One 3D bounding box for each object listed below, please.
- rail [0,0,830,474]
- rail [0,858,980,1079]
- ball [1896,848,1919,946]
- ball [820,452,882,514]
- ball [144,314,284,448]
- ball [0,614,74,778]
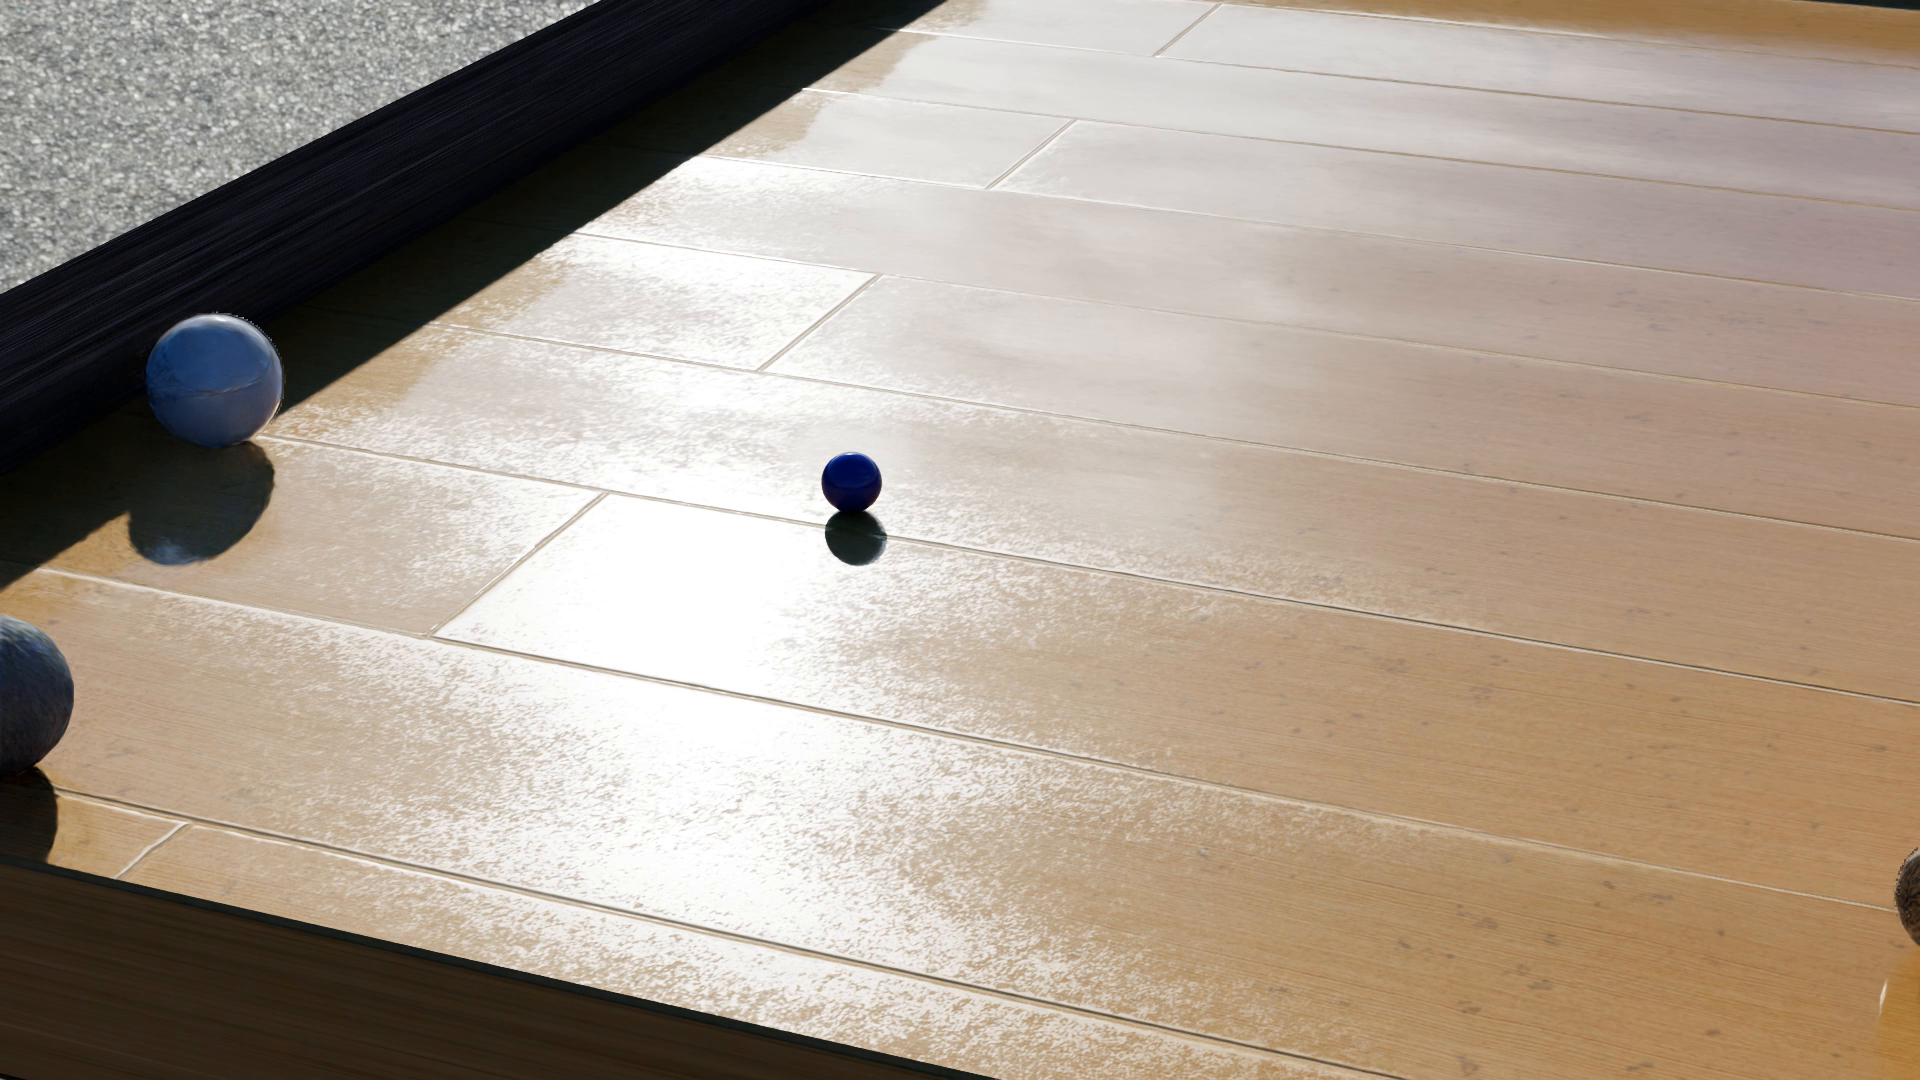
[{"bbox_3d":[-0.389,-0.394,2.715,0.045,0.127,2.745,9,26,19],"label":"rail"},{"bbox_3d":[-0.242,0.228,1.344,1.420,0.127,0.045,9,26,19],"label":"rail"},{"bbox_3d":[0.517,0.185,1.515,0.066,0.066,0.066,0,24,0],"label":"ball"},{"bbox_3d":[-0.075,-0.040,2.039,0.043,0.043,0.043,0,24,0],"label":"ball"},{"bbox_3d":[-0.542,-0.116,2.140,0.098,0.098,0.098,0,24,0],"label":"ball"},{"bbox_3d":[-0.558,0.090,1.690,0.095,0.095,0.095,0,24,0],"label":"ball"}]
